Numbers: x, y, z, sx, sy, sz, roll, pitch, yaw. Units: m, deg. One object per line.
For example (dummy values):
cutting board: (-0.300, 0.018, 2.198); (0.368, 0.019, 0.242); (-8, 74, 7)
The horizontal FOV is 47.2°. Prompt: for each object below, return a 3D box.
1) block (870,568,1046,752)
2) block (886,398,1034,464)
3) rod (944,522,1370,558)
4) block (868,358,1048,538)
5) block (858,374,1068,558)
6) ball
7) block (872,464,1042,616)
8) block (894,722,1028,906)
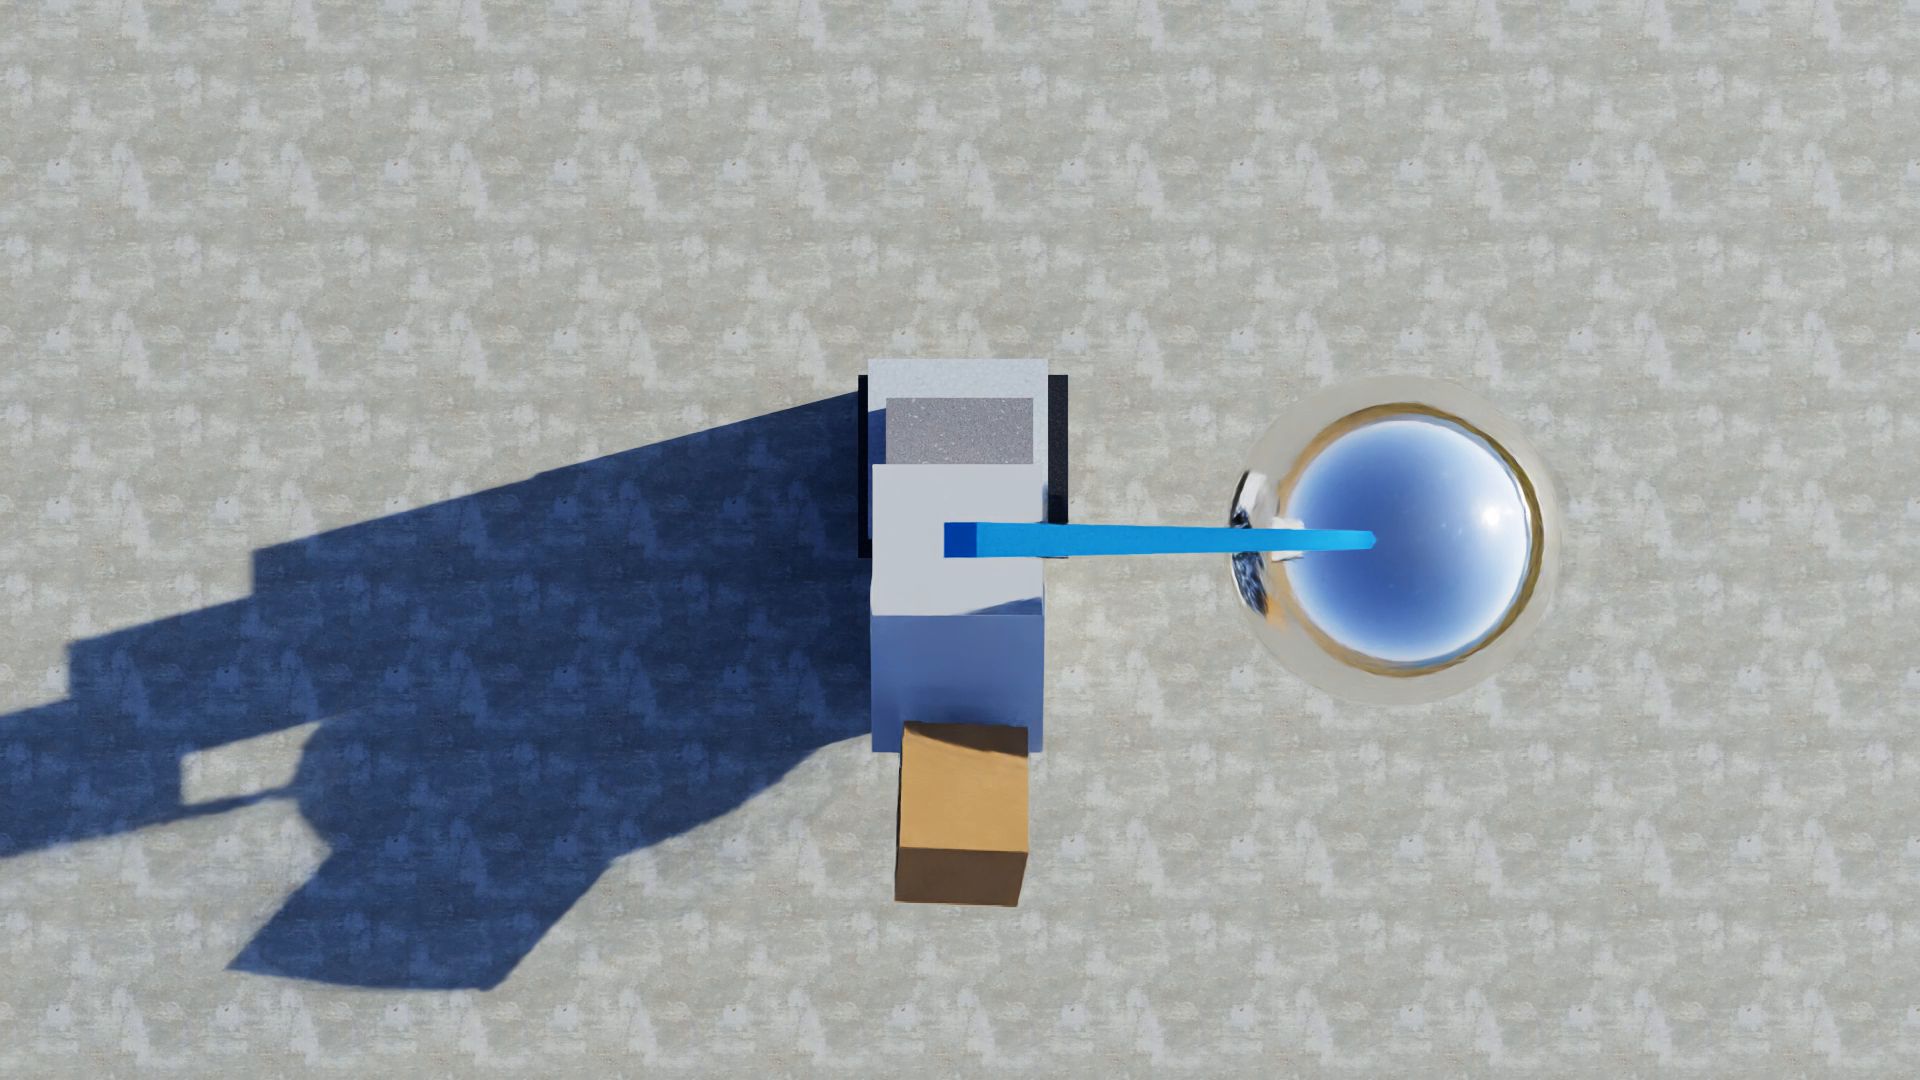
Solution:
block: (-0.012, 0.555, 11.658); (0.888, 0.777, 0.897); (0, 109, 0)
block: (-0.001, -0.327, 10.610); (0.688, 0.667, 0.676); (0, 90, 0)
rod: (0.899, 0.000, 7.396); (0.080, 5.200, 0.080); (0, 90, 20)
block: (-0.010, -0.454, 11.428); (0.894, 0.969, 0.895); (0, 90, 0)
block: (0.017, -0.399, 12.456); (1.138, 1.087, 0.994); (0, 90, 0)
ball: (2.074, 0.000, 10.587); (1.600, 1.600, 1.600); (0, 90, 0)
block: (-0.010, 0.000, 9.936); (0.742, 0.683, 0.659); (0, 90, 0)
block: (0.004, 1.402, 11.232); (0.635, 0.644, 0.700); (3, 56, -3)
